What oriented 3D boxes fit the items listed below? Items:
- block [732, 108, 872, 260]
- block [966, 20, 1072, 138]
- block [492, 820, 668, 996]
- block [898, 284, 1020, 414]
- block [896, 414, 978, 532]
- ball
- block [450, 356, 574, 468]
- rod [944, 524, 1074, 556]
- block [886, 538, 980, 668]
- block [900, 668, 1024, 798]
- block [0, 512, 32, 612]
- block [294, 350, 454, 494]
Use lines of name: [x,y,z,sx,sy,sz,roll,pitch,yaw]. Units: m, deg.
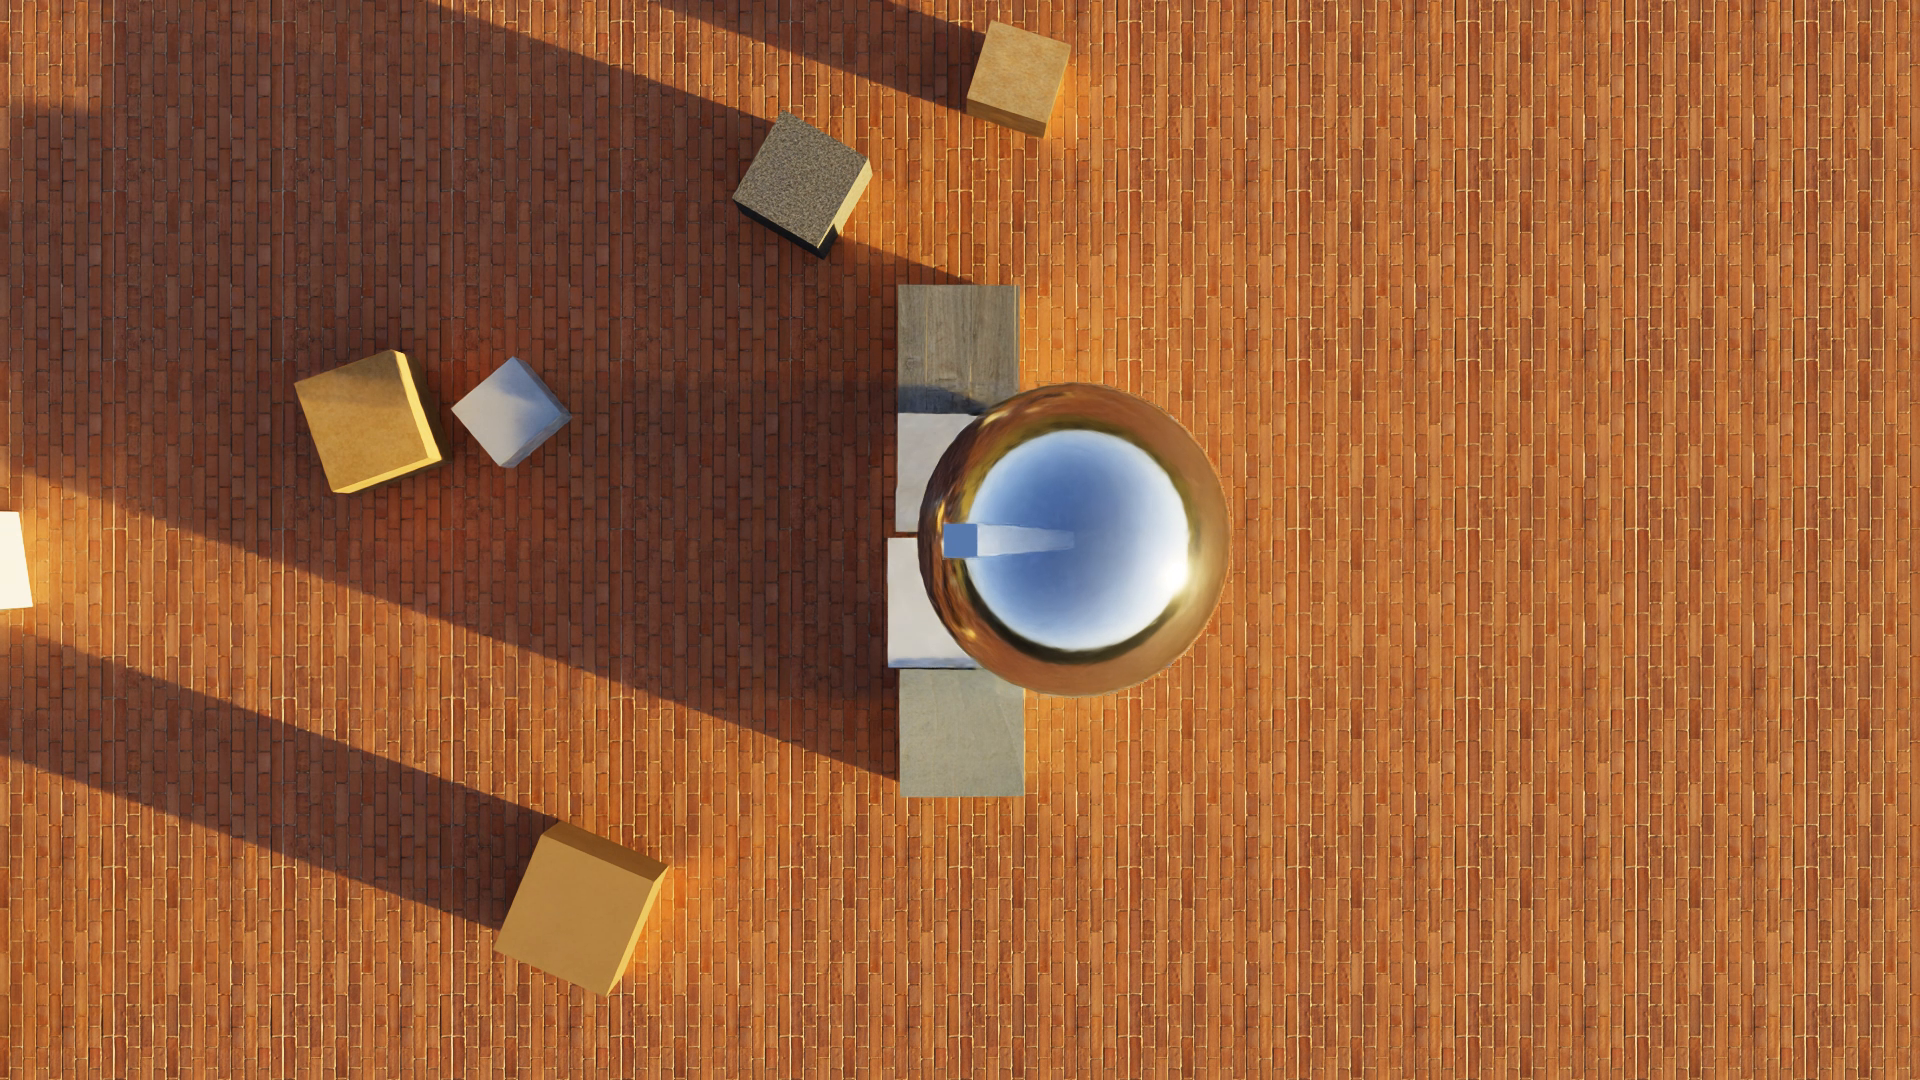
block: [-0.903,-2.043,12.706,0.558,0.588,0.581,30,90,0]
block: [0.336,-2.665,12.755,0.478,0.489,0.467,18,90,0]
block: [-2.173,2.113,12.685,0.690,0.631,0.704,23,90,0]
block: [-0.007,-1.073,12.688,0.683,0.623,0.726,0,90,0]
block: [-0.008,-0.370,12.655,0.690,0.690,0.665,1,90,0]
ball: [0.576,0.000,11.218,1.600,1.600,1.600,0,90,0]
block: [-2.603,-0.739,12.805,0.468,0.390,0.432,-40,90,0]
rod: [0.250,0.000,7.833,0.080,5.200,0.080,0,90,6]
block: [-0.057,0.349,12.666,0.702,0.669,0.731,-1,90,0]
block: [0.009,1.080,12.654,0.694,0.692,0.717,0,90,0]
block: [-5.763,0.151,12.763,0.484,0.474,0.563,-9,90,0]
block: [-3.367,-0.672,12.683,0.576,0.633,0.646,-19,90,0]
